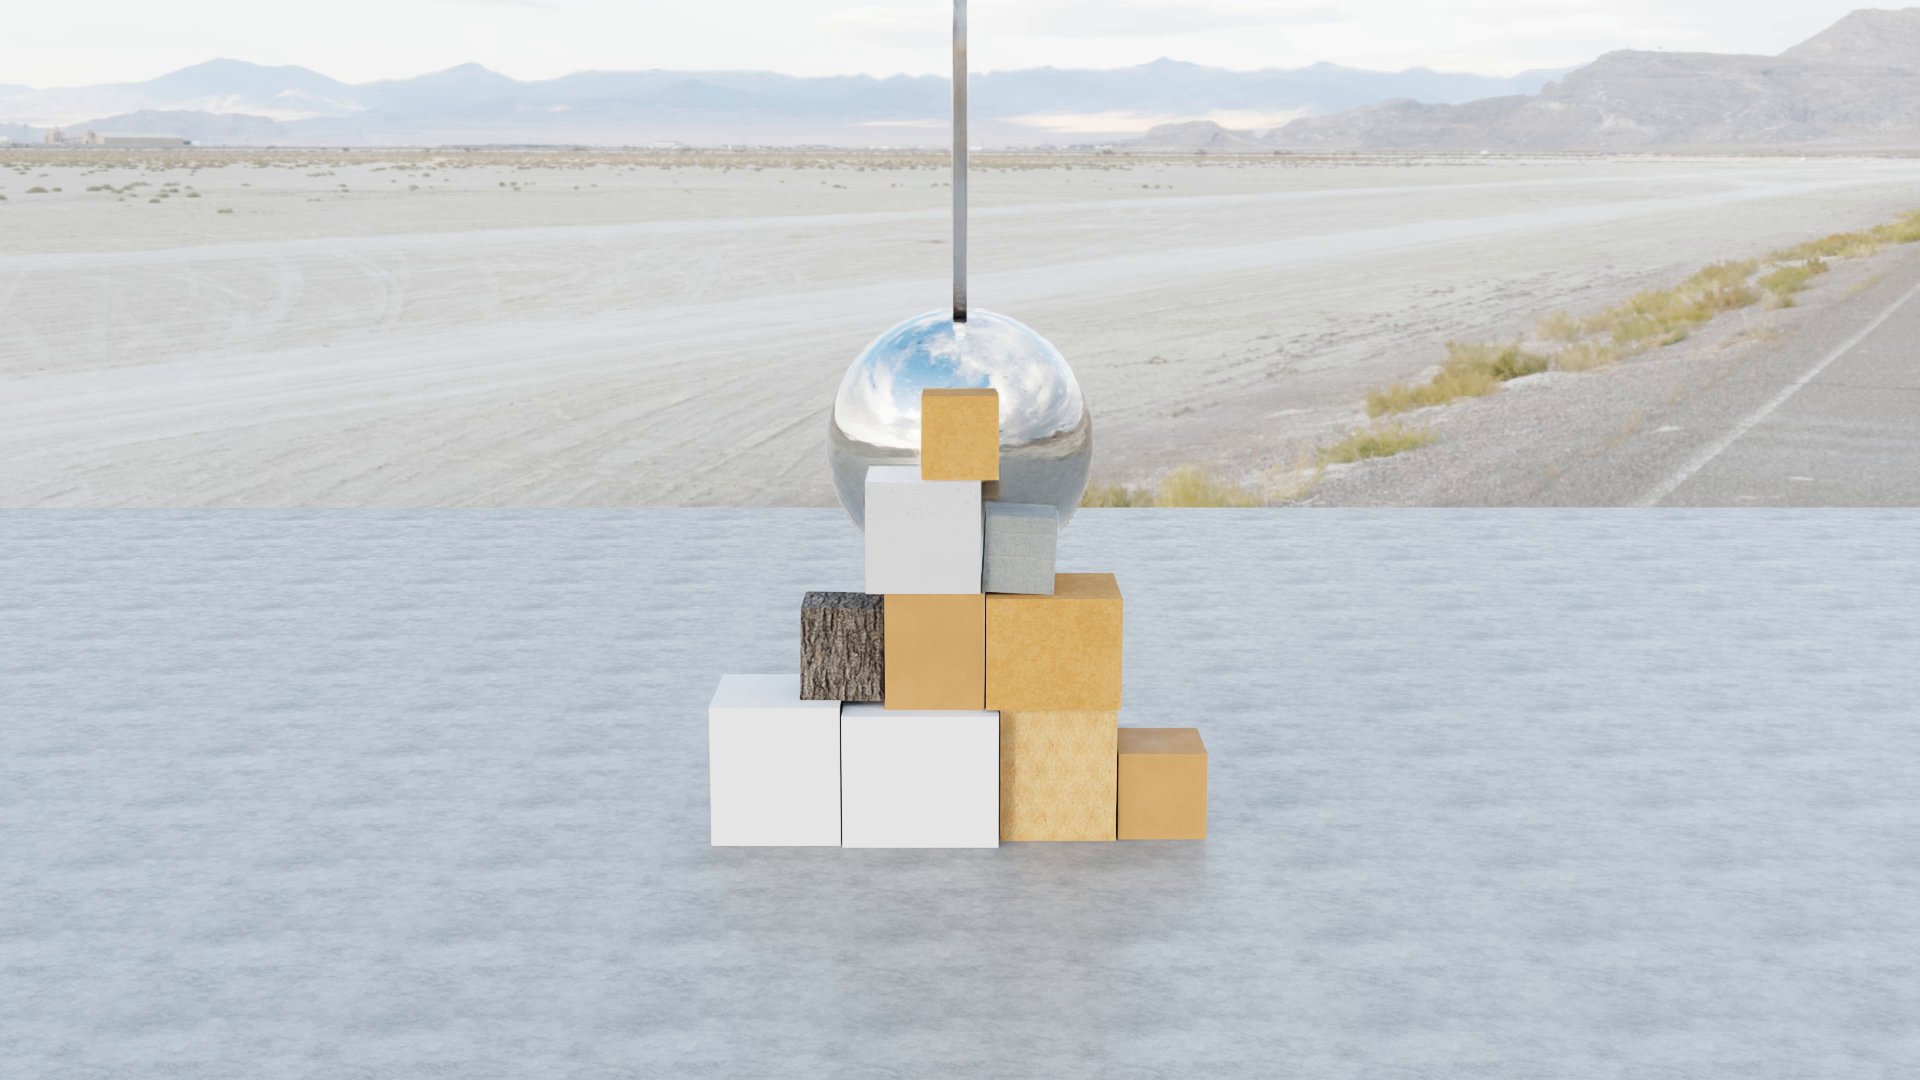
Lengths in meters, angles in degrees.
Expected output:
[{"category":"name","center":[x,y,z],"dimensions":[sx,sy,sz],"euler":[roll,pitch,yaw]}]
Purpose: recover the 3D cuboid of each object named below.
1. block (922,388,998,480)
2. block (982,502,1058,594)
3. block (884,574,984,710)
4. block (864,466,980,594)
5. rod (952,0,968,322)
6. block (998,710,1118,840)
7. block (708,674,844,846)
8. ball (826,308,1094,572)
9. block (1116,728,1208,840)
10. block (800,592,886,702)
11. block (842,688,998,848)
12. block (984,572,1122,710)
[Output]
[{"category":"block","center":[0.000,-0.537,11.062],"dimensions":[0.380,0.418,0.363],"euler":[0,10,0]},{"category":"block","center":[0.299,0.040,11.175],"dimensions":[0.358,0.386,0.415],"euler":[3,10,0]},{"category":"block","center":[-0.128,0.516,11.264],"dimensions":[0.497,0.599,0.510],"euler":[0,10,0]},{"category":"block","center":[-0.184,-0.056,11.159],"dimensions":[0.570,0.563,0.540],"euler":[0,10,0]},{"category":"rod","center":[0.000,-3.521,11.454],"dimensions":[0.080,5.200,0.080],"euler":[0,31,0]},{"category":"block","center":[0.497,1.133,11.393],"dimensions":[0.588,0.694,0.591],"euler":[0,10,0]},{"category":"block","center":[-0.927,1.127,11.366],"dimensions":[0.652,0.717,0.696],"euler":[0,10,0]},{"category":"ball","center":[0.000,-0.593,13.181],"dimensions":[1.600,1.600,1.600],"euler":[0,10,0]},{"category":"block","center":[1.027,1.257,11.405],"dimensions":[0.451,0.446,0.515],"euler":[0,10,0]},{"category":"block","center":[-0.592,0.540,11.264],"dimensions":[0.421,0.474,0.413],"euler":[1,10,0]},{"category":"block","center":[-0.199,1.142,11.393],"dimensions":[0.784,0.678,0.802],"euler":[0,10,0]},{"category":"block","center":[0.469,0.512,11.288],"dimensions":[0.678,0.566,0.677],"euler":[0,10,0]}]
